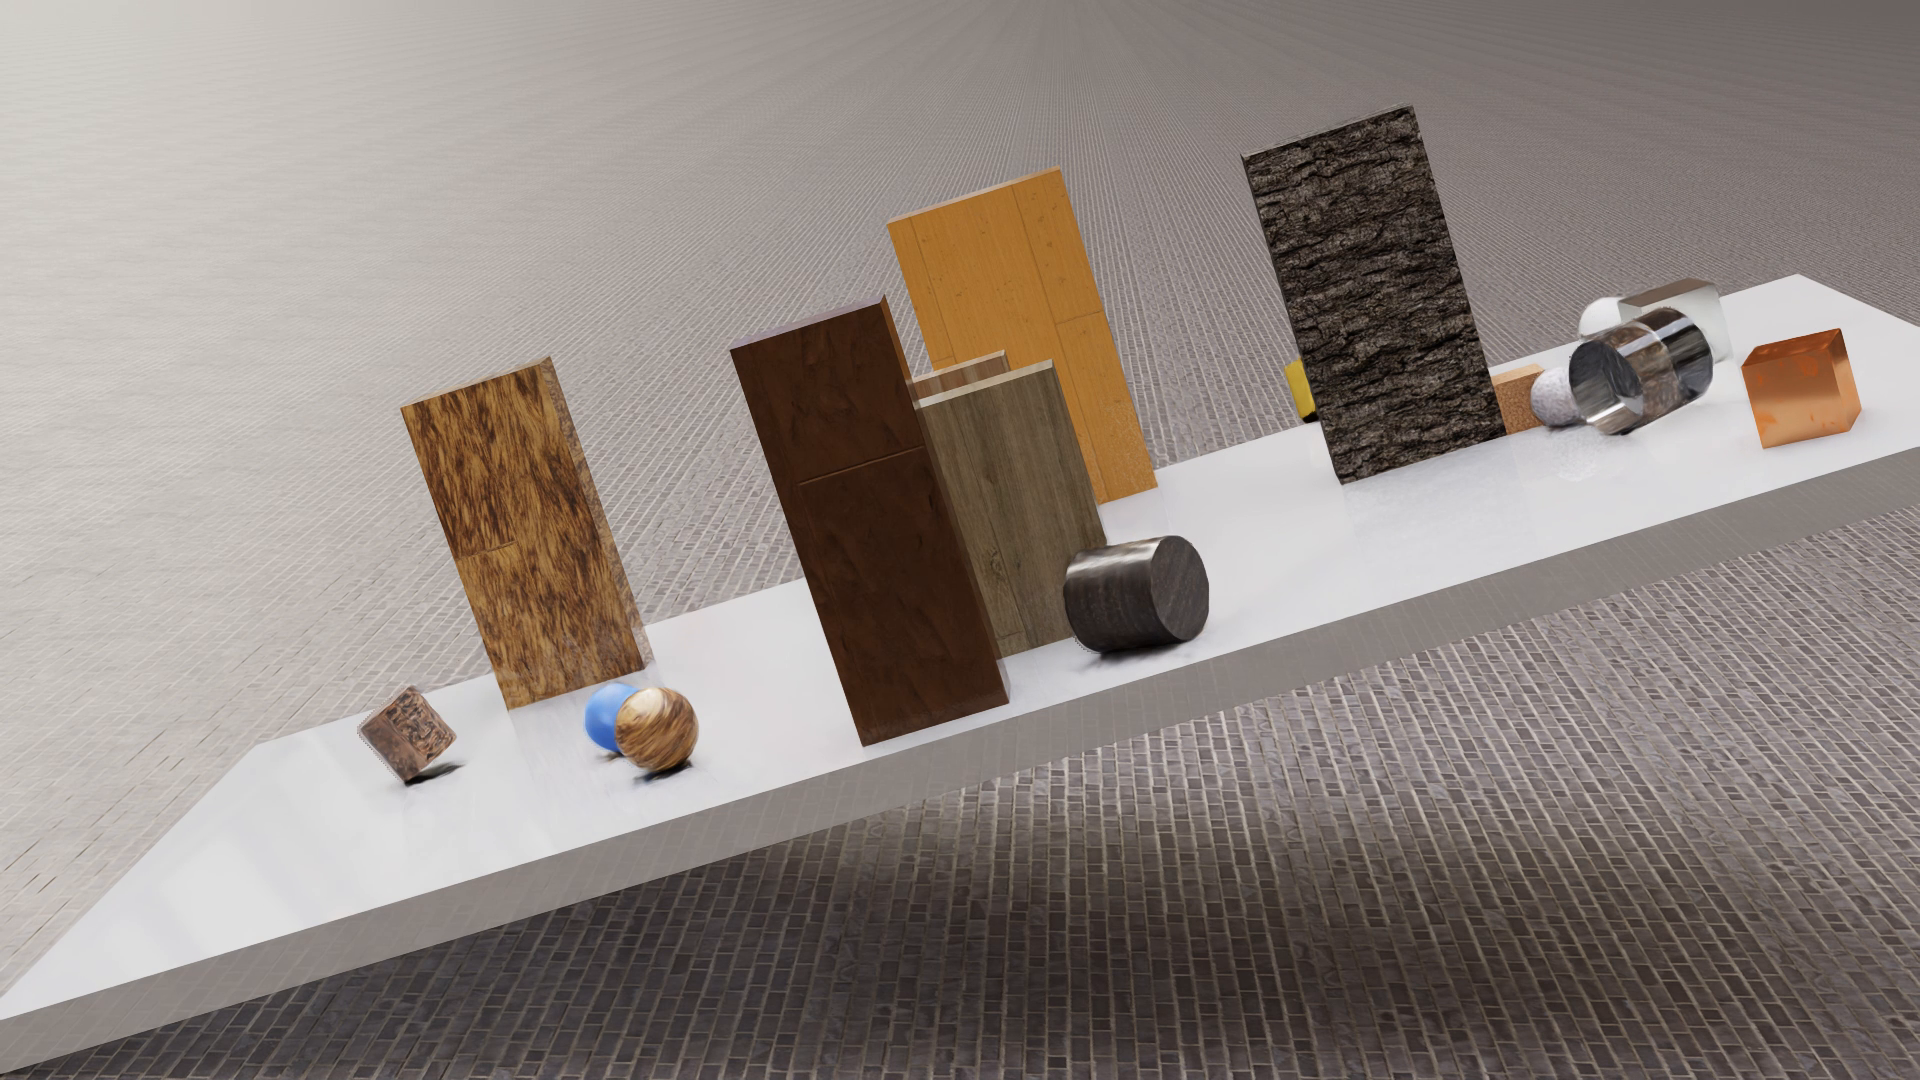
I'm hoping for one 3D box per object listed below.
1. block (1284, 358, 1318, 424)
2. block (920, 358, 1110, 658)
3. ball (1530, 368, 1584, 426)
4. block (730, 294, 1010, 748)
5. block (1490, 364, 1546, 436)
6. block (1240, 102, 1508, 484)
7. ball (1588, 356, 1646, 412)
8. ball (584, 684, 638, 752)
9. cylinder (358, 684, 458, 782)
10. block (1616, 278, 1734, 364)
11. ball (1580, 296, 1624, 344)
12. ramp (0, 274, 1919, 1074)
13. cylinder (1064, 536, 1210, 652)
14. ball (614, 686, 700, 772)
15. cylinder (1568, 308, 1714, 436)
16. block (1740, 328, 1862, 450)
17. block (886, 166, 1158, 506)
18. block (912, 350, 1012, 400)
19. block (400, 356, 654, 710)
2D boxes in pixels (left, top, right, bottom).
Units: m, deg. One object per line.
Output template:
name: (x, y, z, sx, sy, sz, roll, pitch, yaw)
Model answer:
block: (0.932, -0.367, 7.271, 0.167, 0.167, 0.167, -30, -40, 22)
block: (0.076, -0.045, 5.806, 0.384, 0.523, 0.123, -17, 10, 5)
ball: (1.274, -0.304, 6.245, 0.125, 0.125, 0.125, 0, 11, 0)
block: (-0.160, -0.035, 5.440, 0.286, 0.778, 0.144, -17, 10, 5)
block: (1.219, -0.306, 6.378, 0.114, 0.114, 0.114, -17, 10, 5)
block: (0.894, -0.534, 6.368, 0.371, 0.741, 0.147, -17, 10, 5)
ball: (1.385, -0.329, 6.199, 0.120, 0.120, 0.120, 0, 11, 0)
ball: (-0.703, 0.365, 6.049, 0.140, 0.140, 0.140, 0, 11, 0)
cylinder: (-1.207, 0.422, 6.432, 0.153, 0.153, 0.153, -39, 7, 6)
block: (1.567, -0.462, 6.445, 0.171, 0.171, 0.171, -18, 10, -2)
ball: (1.499, -0.488, 6.759, 0.149, 0.149, 0.149, 0, 11, 0)
ramp: (0.099, 0.183, 6.312, 4.000, 0.100, 2.000, -17, 10, 5)
cylinder: (0.332, 0.101, 5.514, 0.196, 0.196, 0.196, -10, 3, 37)
ball: (-0.594, 0.370, 5.762, 0.166, 0.166, 0.166, 0, 11, 0)
cylinder: (1.394, -0.345, 6.024, 0.205, 0.205, 0.205, -24, 22, -28)
block: (1.580, -0.285, 5.520, 0.162, 0.162, 0.162, -12, 12, 28)
block: (0.153, -0.449, 7.043, 0.426, 0.791, 0.147, -17, 10, 5)
block: (-0.030, -0.070, 6.072, 0.424, 0.538, 0.082, -17, 10, 5)
block: (-1.004, -0.015, 6.851, 0.340, 0.748, 0.145, -17, 10, 5)
